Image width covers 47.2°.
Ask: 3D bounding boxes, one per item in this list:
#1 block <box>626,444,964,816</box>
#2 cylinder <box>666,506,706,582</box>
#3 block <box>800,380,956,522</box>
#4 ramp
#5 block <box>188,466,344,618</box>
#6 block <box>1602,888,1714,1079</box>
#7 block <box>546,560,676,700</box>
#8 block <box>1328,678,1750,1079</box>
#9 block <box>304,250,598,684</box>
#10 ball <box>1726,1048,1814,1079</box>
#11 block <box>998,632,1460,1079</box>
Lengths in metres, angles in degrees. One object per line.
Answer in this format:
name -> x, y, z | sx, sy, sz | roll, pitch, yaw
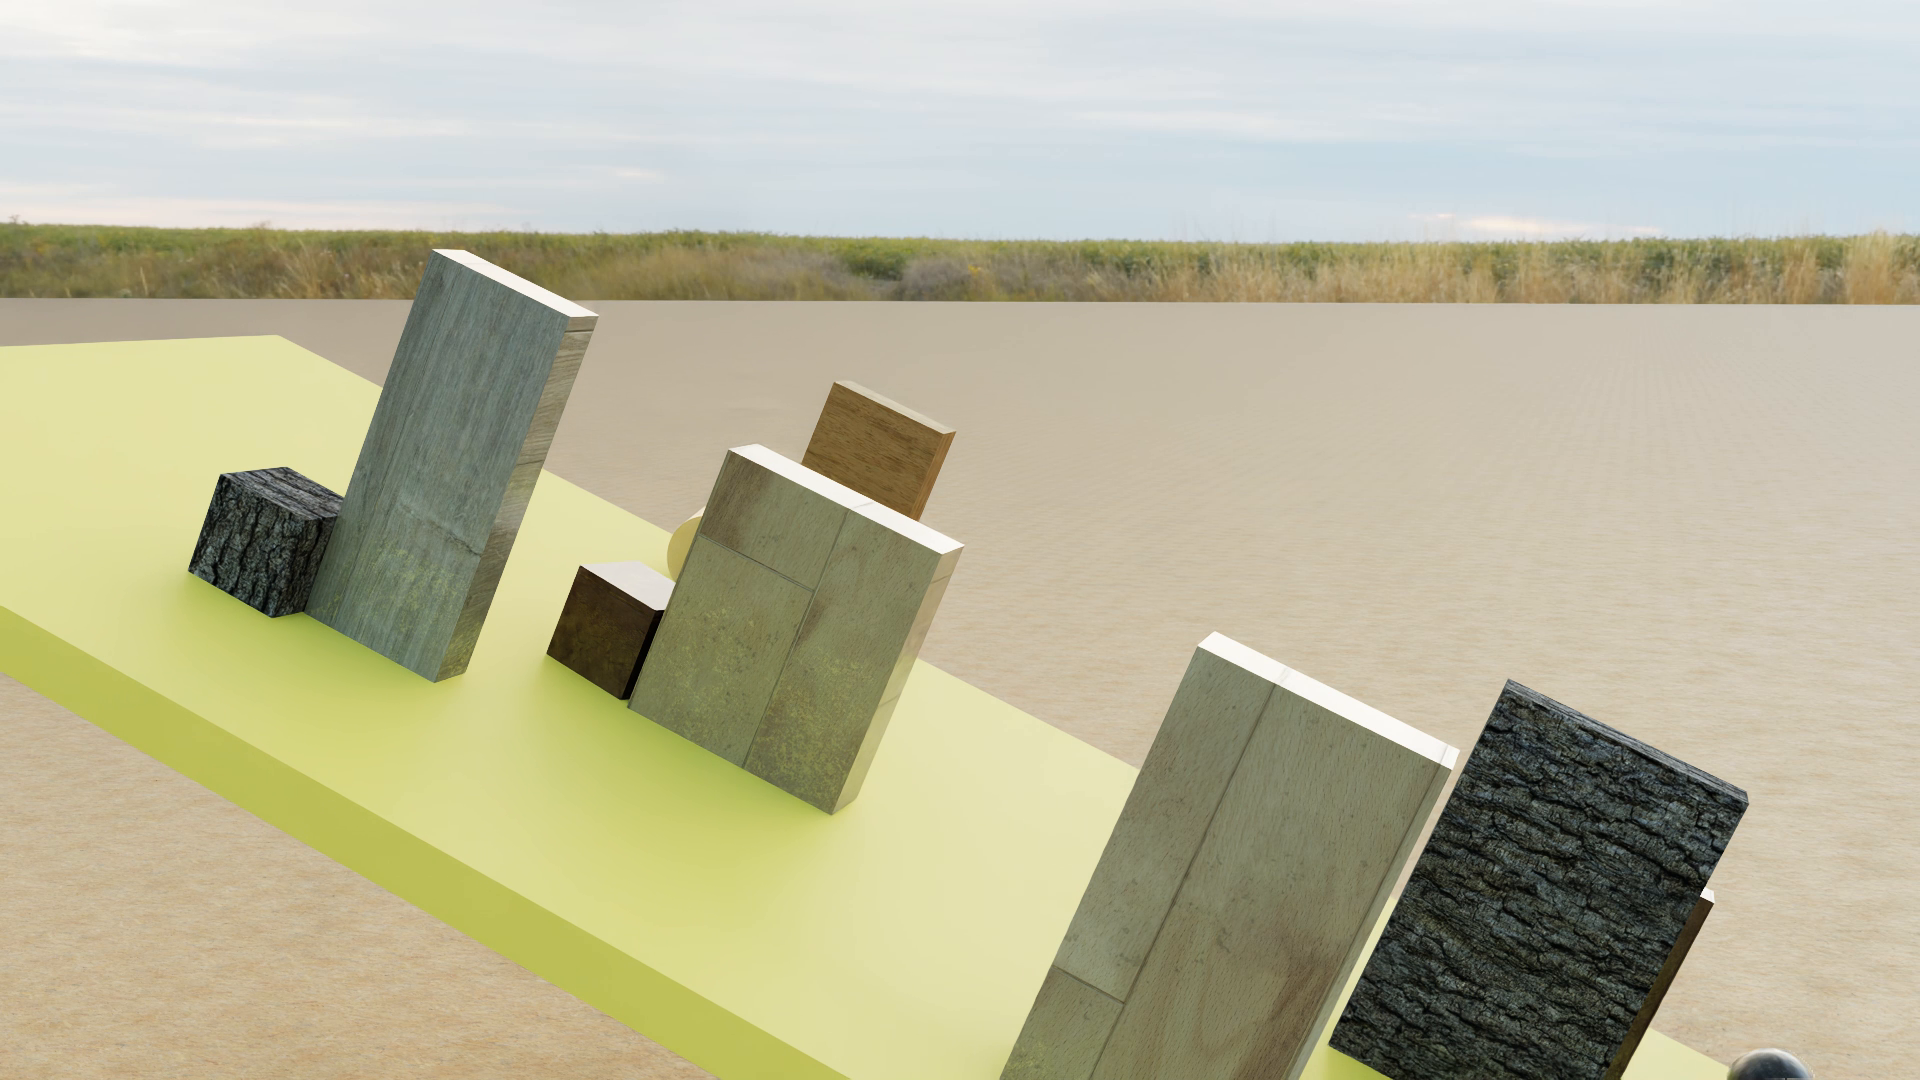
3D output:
block -> -0.308, 0.162, 4.073 | 0.444, 0.534, 0.136 | 26, 13, 13
cylinder -> -0.543, 0.023, 4.973 | 0.198, 0.198, 0.198 | 1, 11, 7
block -> -0.250, -0.043, 4.923 | 0.276, 0.562, 0.096 | 26, 13, 13
ramp -> -0.286, 0.497, 4.183 | 4.000, 0.100, 2.000 | 26, 13, 13
block -> -1.217, 0.001, 3.934 | 0.190, 0.190, 0.190 | 27, 13, 15
block -> 1.146, 0.788, 4.209 | 0.402, 0.460, 0.082 | 26, 13, 13
block -> -0.638, 0.171, 4.240 | 0.191, 0.191, 0.191 | 29, 14, 23
block -> 1.003, 0.668, 3.854 | 0.439, 0.727, 0.095 | 26, 13, 13
block -> -0.898, -0.129, 3.863 | 0.283, 0.700, 0.107 | 26, 13, 13
ball -> 1.618, 1.103, 4.391 | 0.173, 0.173, 0.173 | 0, 7, 0
block -> 0.385, 0.557, 3.216 | 0.390, 0.741, 0.130 | 26, 13, 13
